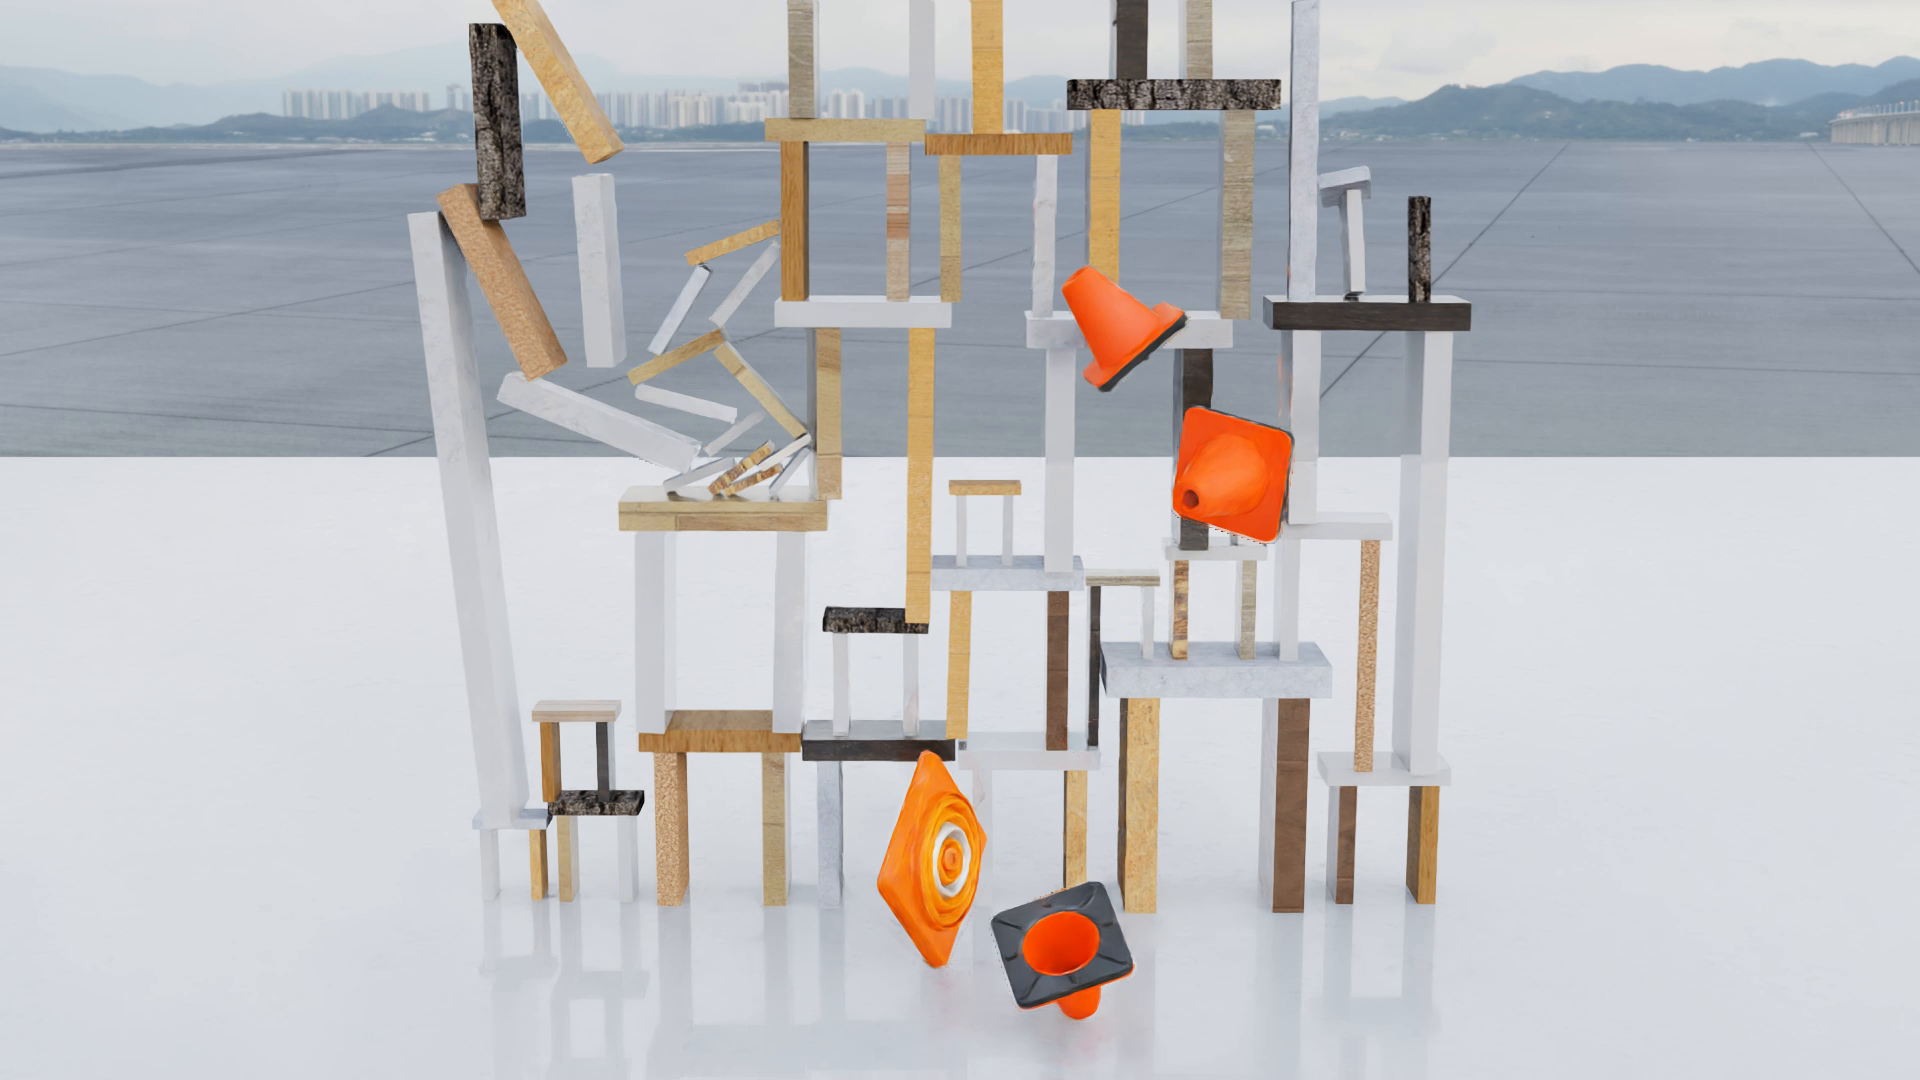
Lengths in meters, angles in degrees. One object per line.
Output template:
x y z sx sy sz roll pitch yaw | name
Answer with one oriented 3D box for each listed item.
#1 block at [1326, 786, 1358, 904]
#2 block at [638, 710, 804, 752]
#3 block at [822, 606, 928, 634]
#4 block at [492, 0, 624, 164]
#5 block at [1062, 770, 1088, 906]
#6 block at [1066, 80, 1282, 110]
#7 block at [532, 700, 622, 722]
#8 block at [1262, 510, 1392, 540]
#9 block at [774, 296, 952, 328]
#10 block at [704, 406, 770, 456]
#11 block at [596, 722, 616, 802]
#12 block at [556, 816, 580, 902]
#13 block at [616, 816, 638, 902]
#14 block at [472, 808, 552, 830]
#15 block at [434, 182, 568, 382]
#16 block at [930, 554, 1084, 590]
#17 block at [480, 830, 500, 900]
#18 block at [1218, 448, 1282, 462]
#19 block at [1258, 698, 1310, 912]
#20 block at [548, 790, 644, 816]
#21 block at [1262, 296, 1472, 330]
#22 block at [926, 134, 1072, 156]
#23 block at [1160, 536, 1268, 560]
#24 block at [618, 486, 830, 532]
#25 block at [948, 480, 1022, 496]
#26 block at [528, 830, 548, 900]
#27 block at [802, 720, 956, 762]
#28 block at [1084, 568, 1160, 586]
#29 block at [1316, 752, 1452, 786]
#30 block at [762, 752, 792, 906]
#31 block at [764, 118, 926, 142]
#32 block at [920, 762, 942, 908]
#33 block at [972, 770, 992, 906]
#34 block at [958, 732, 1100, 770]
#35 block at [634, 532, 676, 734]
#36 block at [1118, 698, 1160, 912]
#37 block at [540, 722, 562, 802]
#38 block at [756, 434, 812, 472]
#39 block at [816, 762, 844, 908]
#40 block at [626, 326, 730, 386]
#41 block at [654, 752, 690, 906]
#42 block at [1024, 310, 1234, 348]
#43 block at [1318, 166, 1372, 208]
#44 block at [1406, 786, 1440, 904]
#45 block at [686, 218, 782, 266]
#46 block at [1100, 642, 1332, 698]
0.633 0.491 3.650 0.029 0.203 0.101 0 11 0 | block
-0.390 0.314 3.622 0.261 0.037 0.131 0 11 0 | block
-0.136 0.131 3.585 0.170 0.024 0.085 1 11 0 | block
-0.629 -0.731 3.440 0.042 0.297 0.149 -29 11 5 | block
0.191 0.477 3.645 0.033 0.231 0.116 0 11 0 | block
0.330 -0.694 3.431 0.320 0.045 0.160 0 11 0 | block
-0.629 0.280 3.610 0.136 0.019 0.068 0 11 0 | block
0.592 -0.024 3.550 0.200 0.028 0.100 1 11 5 | block
-0.151 -0.363 3.493 0.275 0.039 0.138 0 11 0 | block
-0.358 -0.178 3.549 0.119 0.017 0.059 -36 6 3 | block
-0.584 0.357 3.624 0.019 0.136 0.068 0 11 0 | block
-0.650 0.518 3.652 0.021 0.149 0.074 0 11 0 | block
-0.551 0.518 3.652 0.021 0.148 0.074 0 11 0 | block
-0.741 0.462 3.645 0.122 0.017 0.061 0 10 0 | block
-0.724 -0.411 3.489 0.045 0.318 0.159 -25 9 3 | block
0.076 0.053 3.571 0.245 0.035 0.122 0 11 0 | block
-0.781 0.530 3.657 0.017 0.122 0.061 0 10 0 | block
0.465 -0.136 3.532 0.093 0.013 0.046 -1 11 -8 | block
0.534 0.413 3.634 0.051 0.360 0.180 0 11 0 | block
-0.601 0.434 3.636 0.148 0.021 0.074 0 11 0 | block
0.641 -0.361 3.489 0.307 0.043 0.153 0 11 2 | block
0.060 -0.619 3.440 0.226 0.032 0.113 0 11 0 | block
0.411 0.014 3.559 0.164 0.023 0.082 0 11 0 | block
-0.377 -0.052 3.552 0.329 0.047 0.165 0 11 -2 | block
0.040 -0.085 3.540 0.115 0.016 0.058 0 11 -1 | block
-0.700 0.530 3.657 0.017 0.121 0.061 0 10 0 | block
-0.131 0.329 3.617 0.248 0.035 0.124 0 11 0 | block
0.263 0.061 3.566 0.120 0.017 0.060 0 11 2 | block
0.699 0.377 3.628 0.202 0.029 0.101 0 11 0 | block
-0.304 0.461 3.650 0.037 0.261 0.131 0 11 0 | block
-0.177 -0.642 3.445 0.246 0.035 0.123 0 11 0 | block
-0.049 0.469 3.642 0.035 0.248 0.124 0 11 0 | block
0.036 0.477 3.645 0.033 0.231 0.116 0 11 0 | block
0.113 0.347 3.621 0.231 0.033 0.116 0 11 0 | block
-0.496 0.134 3.586 0.047 0.329 0.165 1 11 -1 | block
0.294 0.413 3.634 0.051 0.360 0.180 0 11 0 | block
-0.674 0.357 3.624 0.019 0.136 0.068 0 11 0 | block
-0.282 -0.140 3.521 0.095 0.013 0.047 -33 9 -9 | block
-0.214 0.469 3.642 0.035 0.248 0.124 0 11 0 | block
-0.449 -0.295 3.516 0.163 0.023 0.081 -25 8 4 | block
-0.478 0.461 3.650 0.037 0.261 0.130 0 11 0 | block
0.264 -0.335 3.496 0.320 0.045 0.160 0 11 0 | block
0.613 -0.563 3.507 0.080 0.023 0.159 -10 -4 11 | block
0.768 0.491 3.649 0.029 0.202 0.101 0 11 0 | block
-0.354 -0.472 3.484 0.155 0.022 0.077 -20 8 3 | block
0.414 0.211 3.597 0.360 0.051 0.180 0 11 0 | block
